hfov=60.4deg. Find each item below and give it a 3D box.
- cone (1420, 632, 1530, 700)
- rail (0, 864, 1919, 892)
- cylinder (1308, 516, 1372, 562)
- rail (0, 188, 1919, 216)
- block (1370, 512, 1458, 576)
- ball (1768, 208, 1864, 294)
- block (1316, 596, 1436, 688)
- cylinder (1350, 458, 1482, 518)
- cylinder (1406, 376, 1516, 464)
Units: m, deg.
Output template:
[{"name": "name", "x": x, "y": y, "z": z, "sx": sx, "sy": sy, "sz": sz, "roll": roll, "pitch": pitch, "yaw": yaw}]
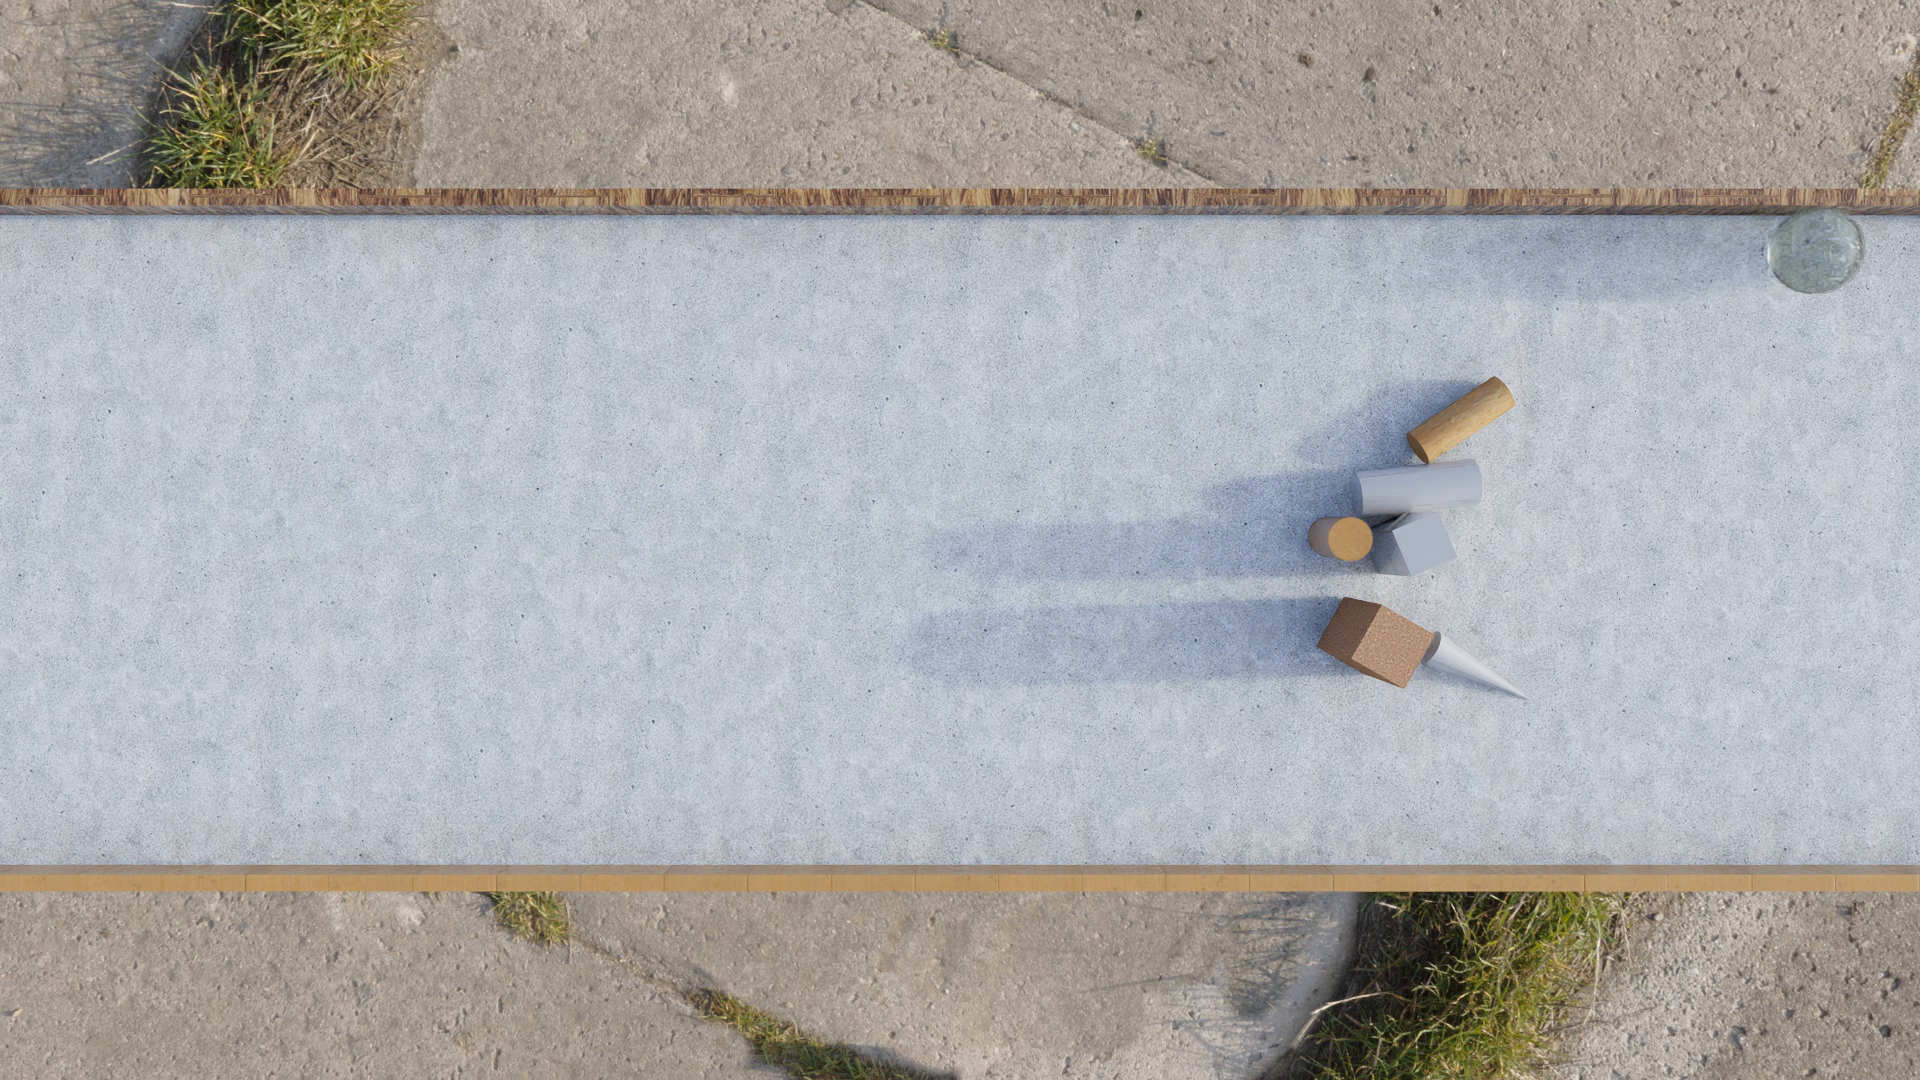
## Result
[{"name": "cone", "x": 1.599, "y": 0.412, "z": 5.049, "sx": 0.380, "sy": 0.110, "sz": 0.110, "roll": 27, "pitch": 90, "yaw": -8}, {"name": "rail", "x": -2.247, "y": 1.025, "z": 5.001, "sx": 12.000, "sy": 0.150, "sz": 0.050, "roll": 0, "pitch": 90, "yaw": 0}, {"name": "cylinder", "x": 1.126, "y": -0.006, "z": 4.900, "sx": 0.127, "sy": 0.348, "sz": 0.127, "roll": 0, "pitch": 91, "yaw": 2}, {"name": "rail", "x": -2.247, "y": -1.025, "z": 5.002, "sx": 12.000, "sy": 0.150, "sz": 0.050, "roll": 0, "pitch": 90, "yaw": 0}, {"name": "block", "x": 1.326, "y": 0.011, "z": 4.890, "sx": 0.143, "sy": 0.372, "sz": 0.143, "roll": -23, "pitch": 90, "yaw": 0}, {"name": "ball", "x": 2.565, "y": -0.868, "z": 4.948, "sx": 0.257, "sy": 0.257, "sz": 0.257, "roll": 0, "pitch": 90, "yaw": 0}, {"name": "block", "x": 1.222, "y": 0.298, "z": 4.876, "sx": 0.177, "sy": 0.393, "sz": 0.177, "roll": 30, "pitch": 90, "yaw": -3}, {"name": "cylinder", "x": 1.383, "y": -0.156, "z": 5.005, "sx": 0.360, "sy": 0.143, "sz": 0.143, "roll": -7, "pitch": 90, "yaw": 0}, {"name": "cylinder", "x": 1.523, "y": -0.365, "z": 5.020, "sx": 0.313, "sy": 0.112, "sz": 0.112, "roll": -33, "pitch": 90, "yaw": 0}]
